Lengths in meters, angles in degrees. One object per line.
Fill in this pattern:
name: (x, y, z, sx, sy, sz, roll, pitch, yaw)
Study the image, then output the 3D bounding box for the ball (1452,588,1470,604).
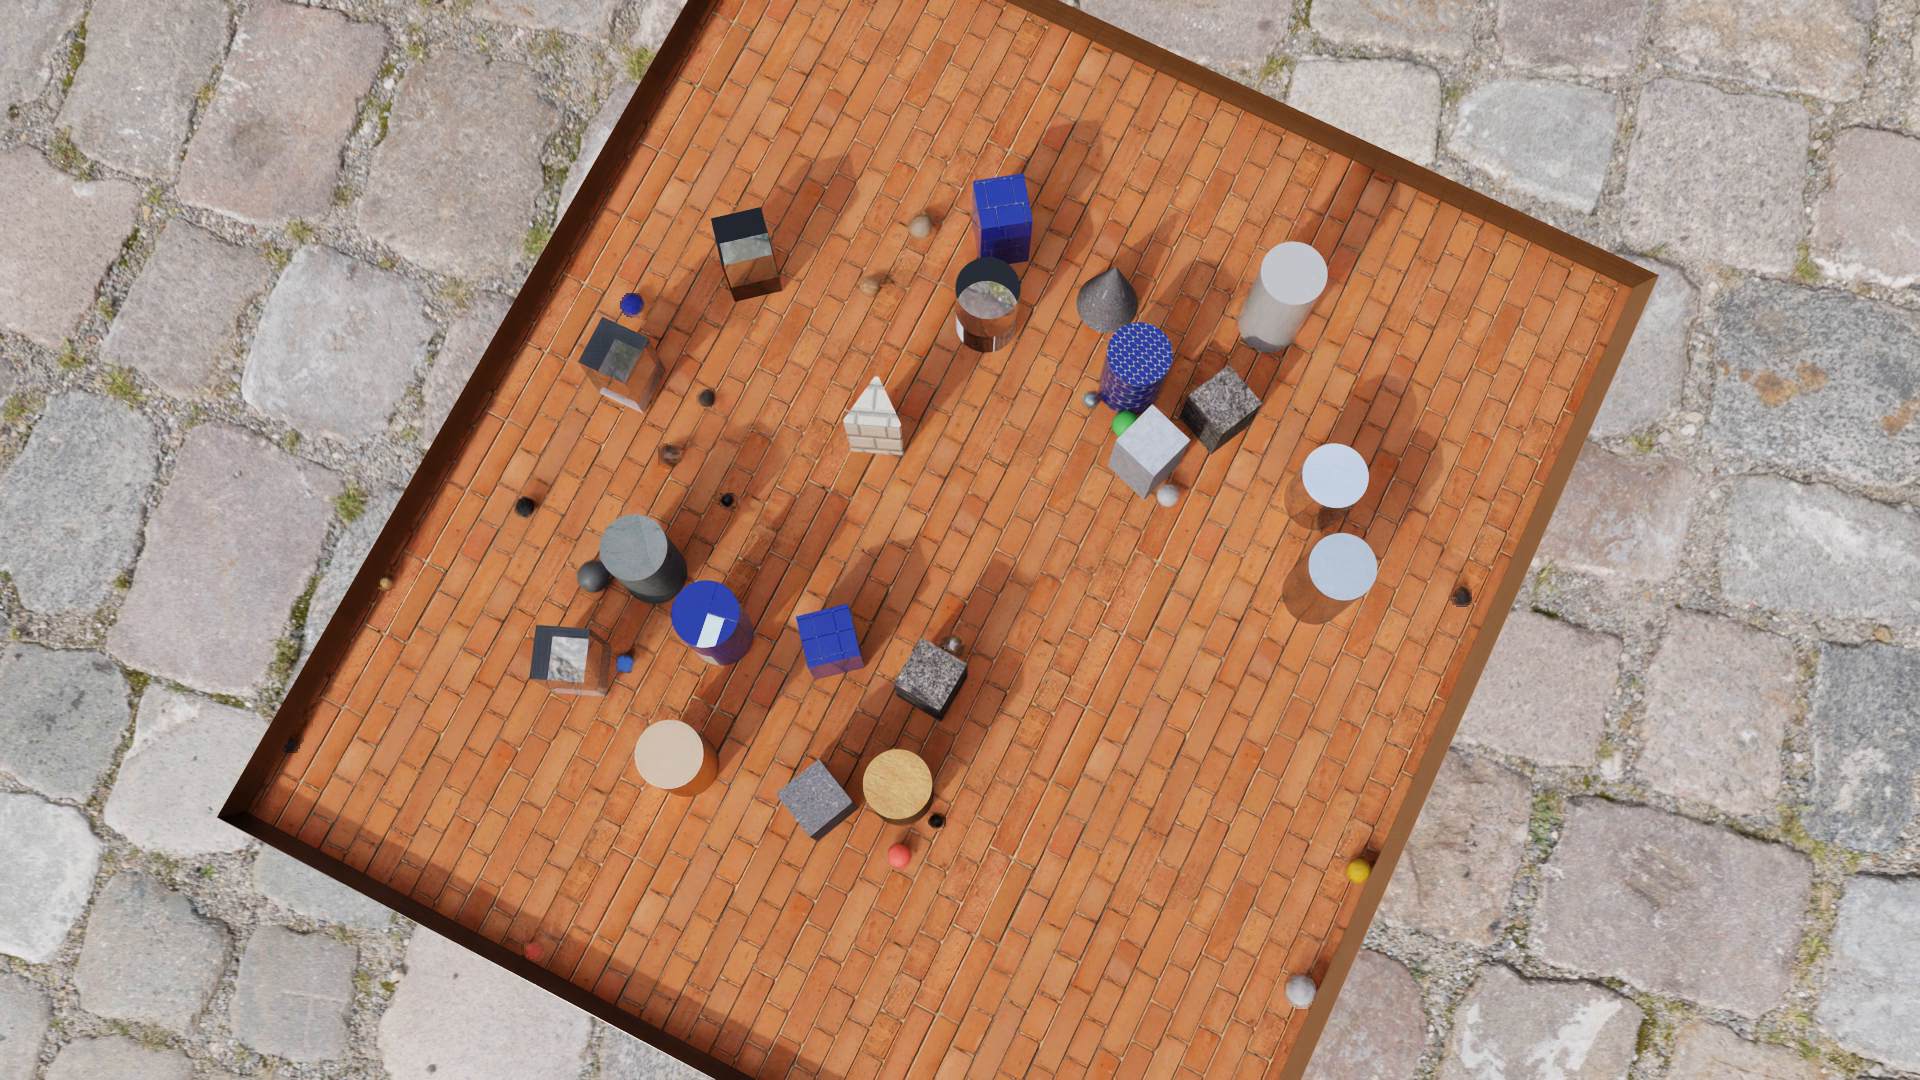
ball: (1.520, 0.170, 5.555, 0.053, 0.053, 0.053, 0, 78, 0)

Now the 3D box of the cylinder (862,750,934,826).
cylinder: (-0.174, 0.717, 5.284, 0.194, 0.361, 0.194, 0, 78, 0)

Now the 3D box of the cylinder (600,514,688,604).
cylinder: (-0.929, 0.061, 5.405, 0.194, 0.390, 0.194, 0, 78, 0)

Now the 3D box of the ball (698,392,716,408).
ball: (-0.785, -0.436, 5.681, 0.051, 0.051, 0.051, 0, 78, 0)

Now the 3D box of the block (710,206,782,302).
block: (-0.653, -0.874, 5.632, 0.155, 0.323, 0.155, -13, 79, -3)

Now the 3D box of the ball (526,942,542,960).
ball: (-1.242, 1.199, 5.344, 0.047, 0.047, 0.047, 0, 78, 0)

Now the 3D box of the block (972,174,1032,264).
block: (0.127, -0.979, 5.646, 0.155, 0.338, 0.155, -9, 78, -2)

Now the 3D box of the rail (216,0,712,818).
rail: (-1.375, -0.666, 5.689, 0.045, 0.126, 3.415, 26, 80, 5)

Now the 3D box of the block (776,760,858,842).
block: (-0.410, 0.756, 5.303, 0.155, 0.307, 0.155, -39, 81, -7)

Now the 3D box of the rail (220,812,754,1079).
rail: (-0.753, 1.482, 5.245, 3.122, 0.126, 0.045, 26, 80, 5)

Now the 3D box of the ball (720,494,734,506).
ball: (-0.714, -0.122, 5.621, 0.040, 0.040, 0.040, 0, 78, 0)

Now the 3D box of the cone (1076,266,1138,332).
cone: (0.464, -0.778, 5.605, 0.194, 0.338, 0.194, 0, 78, 0)

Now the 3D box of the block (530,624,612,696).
block: (-1.138, 0.357, 5.373, 0.155, 0.333, 0.155, 4, 78, 1)

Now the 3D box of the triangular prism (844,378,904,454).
triangular prism: (-0.251, -0.376, 5.526, 0.168, 0.330, 0.145, 5, 78, 1)

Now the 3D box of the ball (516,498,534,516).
ball: (-1.331, -0.102, 5.608, 0.057, 0.057, 0.057, 0, 78, 0)

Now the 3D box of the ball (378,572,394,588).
ball: (-1.743, 0.123, 5.565, 0.050, 0.050, 0.050, 0, 78, 0)

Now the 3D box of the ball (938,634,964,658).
ball: (-0.028, 0.324, 5.509, 0.080, 0.080, 0.080, 0, 78, 0)

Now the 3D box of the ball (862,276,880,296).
ball: (-0.280, -0.798, 5.752, 0.058, 0.058, 0.058, 0, 78, 0)

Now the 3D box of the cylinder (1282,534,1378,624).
cylinder: (1.078, 0.119, 5.370, 0.194, 0.434, 0.194, 0, 78, 0)

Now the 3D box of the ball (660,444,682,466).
ball: (-0.890, -0.261, 5.636, 0.069, 0.069, 0.069, 0, 78, 0)

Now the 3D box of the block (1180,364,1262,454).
block: (0.791, -0.395, 5.574, 0.155, 0.242, 0.155, -37, 81, -7)

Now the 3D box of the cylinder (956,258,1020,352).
cylinder: (0.082, -0.714, 5.597, 0.194, 0.328, 0.194, 0, 78, 0)

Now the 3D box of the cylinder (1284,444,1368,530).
cylinder: (1.094, -0.156, 5.490, 0.194, 0.312, 0.194, 0, 78, 0)

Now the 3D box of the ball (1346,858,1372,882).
ball: (1.171, 0.969, 5.380, 0.071, 0.071, 0.071, 0, 78, 0)

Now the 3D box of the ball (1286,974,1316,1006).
ball: (0.986, 1.303, 5.301, 0.090, 0.090, 0.090, 0, 78, 0)

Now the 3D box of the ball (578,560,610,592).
ball: (-1.109, 0.110, 5.544, 0.097, 0.097, 0.097, 0, 78, 0)

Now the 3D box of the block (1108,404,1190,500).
block: (0.565, -0.261, 5.514, 0.155, 0.307, 0.155, 44, 82, 8)

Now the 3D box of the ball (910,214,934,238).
ball: (-0.122, -0.989, 5.783, 0.076, 0.076, 0.076, 0, 78, 0)

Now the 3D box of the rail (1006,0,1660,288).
rail: (0.753, -1.468, 5.855, 3.122, 0.126, 0.045, 26, 80, 5)

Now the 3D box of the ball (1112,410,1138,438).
ball: (0.512, -0.354, 5.645, 0.087, 0.087, 0.087, 0, 78, 0)

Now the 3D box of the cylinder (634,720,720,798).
cylinder: (-0.816, 0.636, 5.308, 0.194, 0.347, 0.194, 0, 78, 0)

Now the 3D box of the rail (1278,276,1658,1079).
rail: (1.375, 0.680, 5.411, 0.045, 0.126, 3.415, 26, 80, 5)

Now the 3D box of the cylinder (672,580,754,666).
cylinder: (-0.721, 0.247, 5.373, 0.194, 0.377, 0.194, 0, 78, 0)

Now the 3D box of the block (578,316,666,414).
block: (-1.022, -0.527, 5.559, 0.155, 0.325, 0.155, 25, 79, 5)

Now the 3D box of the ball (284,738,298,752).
ball: (-1.998, 0.610, 5.470, 0.041, 0.041, 0.041, 0, 78, 0)

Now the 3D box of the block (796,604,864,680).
block: (-0.381, 0.303, 5.418, 0.155, 0.265, 0.155, -14, 79, -3)

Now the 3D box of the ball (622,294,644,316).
ball: (-1.023, -0.737, 5.735, 0.066, 0.066, 0.066, 0, 78, 0)

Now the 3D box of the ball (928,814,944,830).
ball: (-0.072, 0.833, 5.421, 0.044, 0.044, 0.044, 0, 78, 0)

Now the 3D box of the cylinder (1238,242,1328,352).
cylinder: (0.969, -0.728, 5.536, 0.194, 0.453, 0.194, 0, 78, 0)

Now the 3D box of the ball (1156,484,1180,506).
ball: (0.637, -0.138, 5.610, 0.069, 0.069, 0.069, 0, 78, 0)

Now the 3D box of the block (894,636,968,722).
block: (-0.084, 0.412, 5.379, 0.155, 0.299, 0.155, 30, 80, 6)

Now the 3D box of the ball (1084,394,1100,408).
ball: (0.407, -0.431, 5.681, 0.048, 0.048, 0.048, 0, 78, 0)

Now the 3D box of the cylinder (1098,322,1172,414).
cylinder: (0.530, -0.515, 5.555, 0.194, 0.330, 0.194, 0, 78, 0)

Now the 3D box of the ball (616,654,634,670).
ball: (-1.008, 0.369, 5.515, 0.050, 0.050, 0.050, 0, 78, 0)

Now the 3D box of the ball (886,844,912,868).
ball: (-0.179, 0.928, 5.388, 0.071, 0.071, 0.071, 0, 78, 0)
